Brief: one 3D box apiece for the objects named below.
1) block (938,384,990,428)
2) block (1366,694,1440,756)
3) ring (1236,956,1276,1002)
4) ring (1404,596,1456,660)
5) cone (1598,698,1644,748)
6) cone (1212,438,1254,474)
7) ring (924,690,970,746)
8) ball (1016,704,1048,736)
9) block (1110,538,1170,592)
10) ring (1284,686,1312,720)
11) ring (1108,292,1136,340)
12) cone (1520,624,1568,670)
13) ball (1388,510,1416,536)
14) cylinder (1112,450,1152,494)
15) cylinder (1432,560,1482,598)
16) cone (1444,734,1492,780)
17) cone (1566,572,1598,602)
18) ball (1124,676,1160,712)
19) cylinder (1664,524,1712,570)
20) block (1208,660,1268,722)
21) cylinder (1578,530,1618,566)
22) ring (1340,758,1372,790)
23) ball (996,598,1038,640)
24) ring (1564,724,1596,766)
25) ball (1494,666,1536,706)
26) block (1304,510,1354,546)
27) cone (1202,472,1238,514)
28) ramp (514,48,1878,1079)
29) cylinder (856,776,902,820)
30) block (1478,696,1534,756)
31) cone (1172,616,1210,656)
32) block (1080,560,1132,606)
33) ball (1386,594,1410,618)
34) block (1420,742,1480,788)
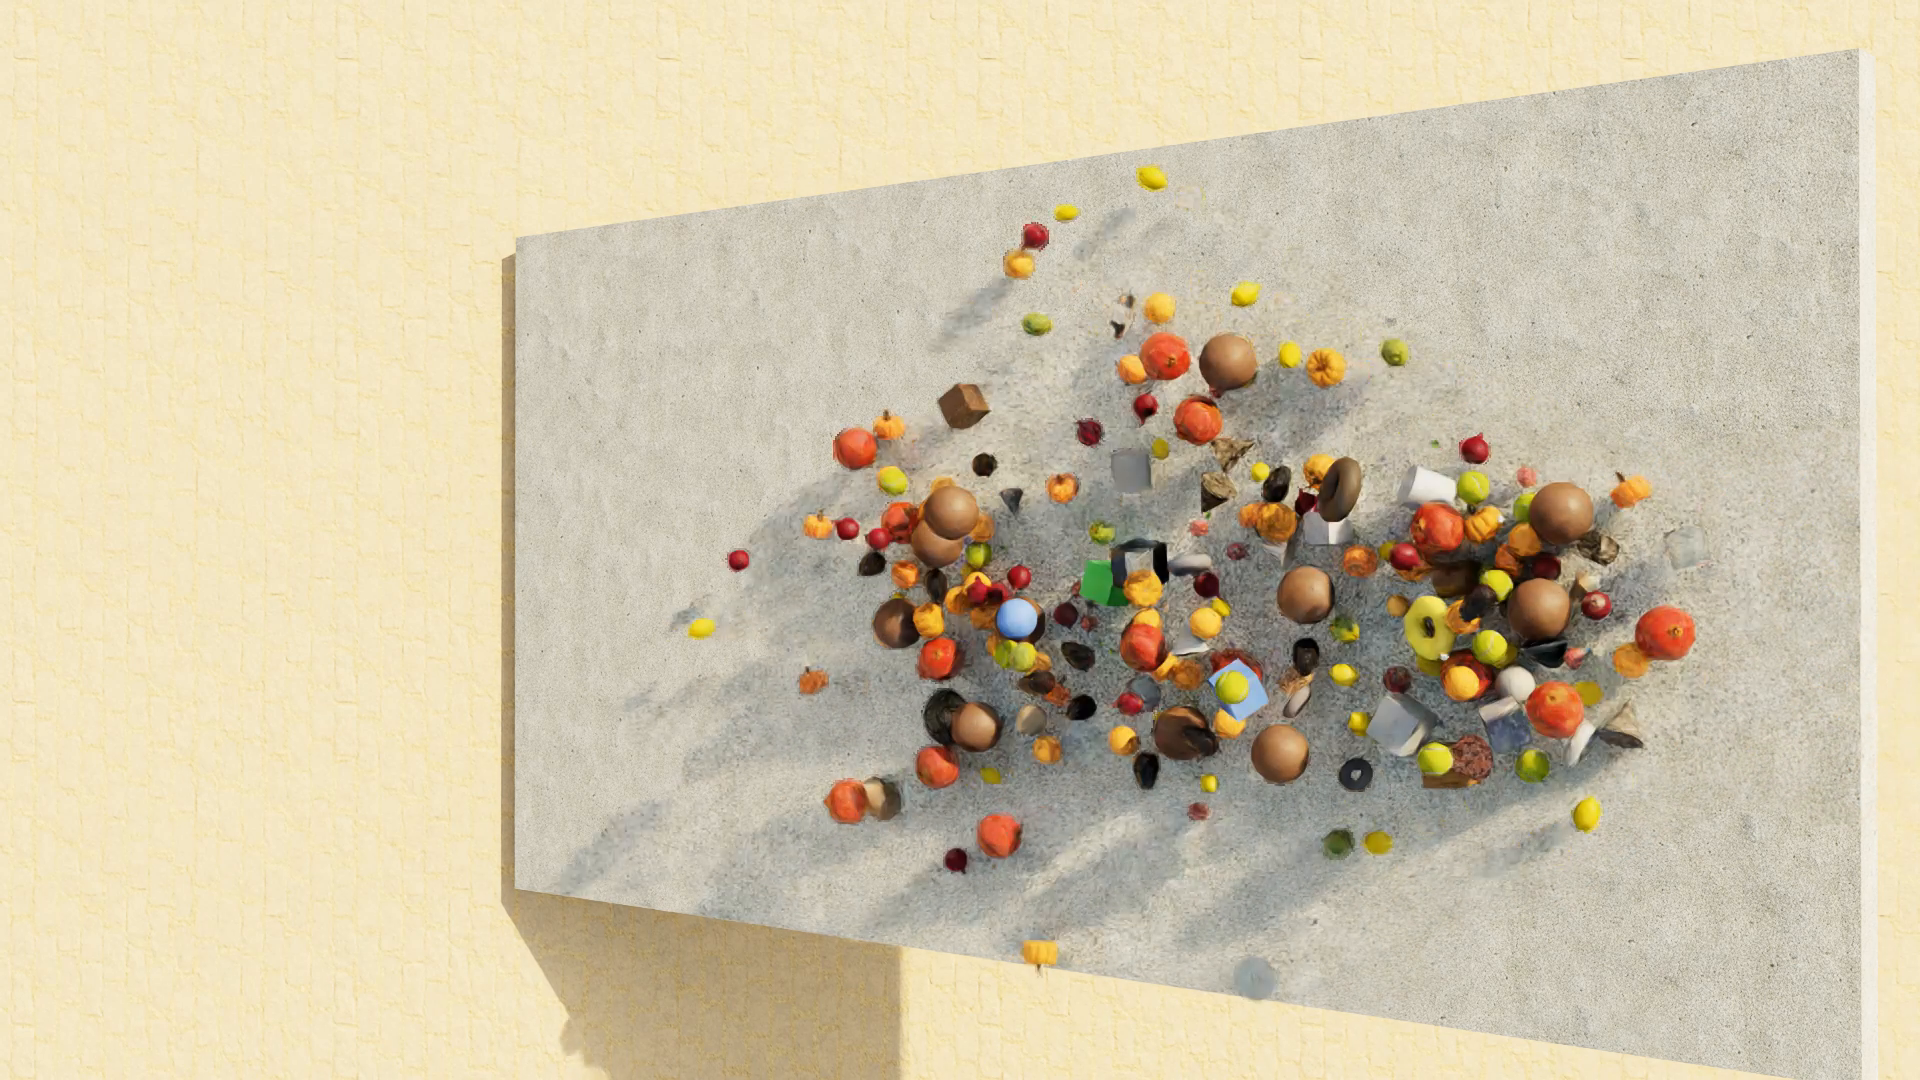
[{"bbox_3d":[0.009,-0.341,5.581,0.080,0.080,0.080,-38,67,33],"label":"block"},{"bbox_3d":[0.963,0.402,4.787,0.095,0.095,0.095,38,113,33],"label":"block"},{"bbox_3d":[0.680,1.008,5.054,0.104,0.035,0.104,0,91,43],"label":"ring"},{"bbox_3d":[1.008,0.188,4.710,0.046,0.138,0.138,-6,90,-32],"label":"ring"},{"bbox_3d":[1.361,0.365,4.496,0.093,0.093,0.093,20,72,0],"label":"cone"},{"bbox_3d":[0.641,-0.211,5.078,0.091,0.091,0.091,-21,90,19],"label":"cone"},{"bbox_3d":[-0.033,0.455,5.632,0.143,0.048,0.143,0,91,41],"label":"ring"},{"bbox_3d":[0.176,0.442,5.410,0.078,0.078,0.078,0,90,0],"label":"ball"},{"bbox_3d":[0.426,0.059,5.207,0.095,0.095,0.095,-21,112,-40],"label":"block"},{"bbox_3d":[0.756,0.364,4.926,0.029,0.086,0.086,38,90,16],"label":"ring"},{"bbox_3d":[0.368,-0.509,4.988,0.037,0.112,0.112,20,90,10],"label":"ring"},{"bbox_3d":[1.196,0.225,4.581,0.097,0.097,0.097,-3,90,-34],"label":"cone"},{"bbox_3d":[0.967,-0.036,4.811,0.057,0.057,0.057,0,90,0],"label":"ball"},{"bbox_3d":[0.408,-0.163,5.213,0.087,0.087,0.087,-7,101,0],"label":"cylinder"},{"bbox_3d":[1.067,0.084,4.717,0.076,0.076,0.076,-7,90,39],"label":"cylinder"},{"bbox_3d":[1.040,0.462,4.589,0.099,0.099,0.099,-10,90,-36],"label":"cone"},{"bbox_3d":[1.278,0.108,4.555,0.061,0.061,0.061,40,124,0],"label":"cone"},{"bbox_3d":[0.434,0.364,5.226,0.086,0.086,0.086,0,90,0],"label":"ball"},{"bbox_3d":[1.450,0.015,4.379,0.077,0.077,0.077,-13,83,0],"label":"cylinder"},{"bbox_3d":[0.618,0.335,4.889,0.084,0.084,0.084,-33,119,-8],"label":"block"},{"bbox_3d":[1.302,0.017,4.486,0.057,0.057,0.057,20,90,-33],"label":"cylinder"},{"bbox_3d":[0.878,0.520,4.874,0.077,0.026,0.077,-2,106,-7],"label":"ring"},{"bbox_3d":[0.135,0.187,5.201,0.097,0.097,0.097,0,90,0],"label":"ball"},{"bbox_3d":[1.276,0.421,4.528,0.033,0.098,0.098,32,90,26],"label":"ring"},{"bbox_3d":[1.168,0.306,4.626,0.085,0.085,0.085,0,90,0],"label":"ball"},{"bbox_3d":[0.823,-0.027,4.906,0.075,0.075,0.075,-1,85,-35],"label":"block"},{"bbox_3d":[0.564,-0.091,4.948,0.090,0.090,0.090,28,127,0],"label":"cone"},{"bbox_3d":[0.213,0.062,5.529,4.000,0.100,2.000,0,90,39],"label":"ramp"},{"bbox_3d":[-0.211,0.676,5.748,0.084,0.084,0.084,33,90,35],"label":"cylinder"},{"bbox_3d":[1.133,0.386,4.569,0.078,0.078,0.078,-22,108,7],"label":"block"},{"bbox_3d":[0.522,0.217,5.035,0.089,0.089,0.089,-7,83,0],"label":"cone"},{"bbox_3d":[0.356,0.103,5.291,0.087,0.087,0.087,23,104,37],"label":"block"},{"bbox_3d":[0.960,0.144,4.820,0.051,0.051,0.051,0,90,0],"label":"ball"},{"bbox_3d":[1.052,0.483,4.717,0.090,0.090,0.090,-6,86,39],"label":"block"}]
